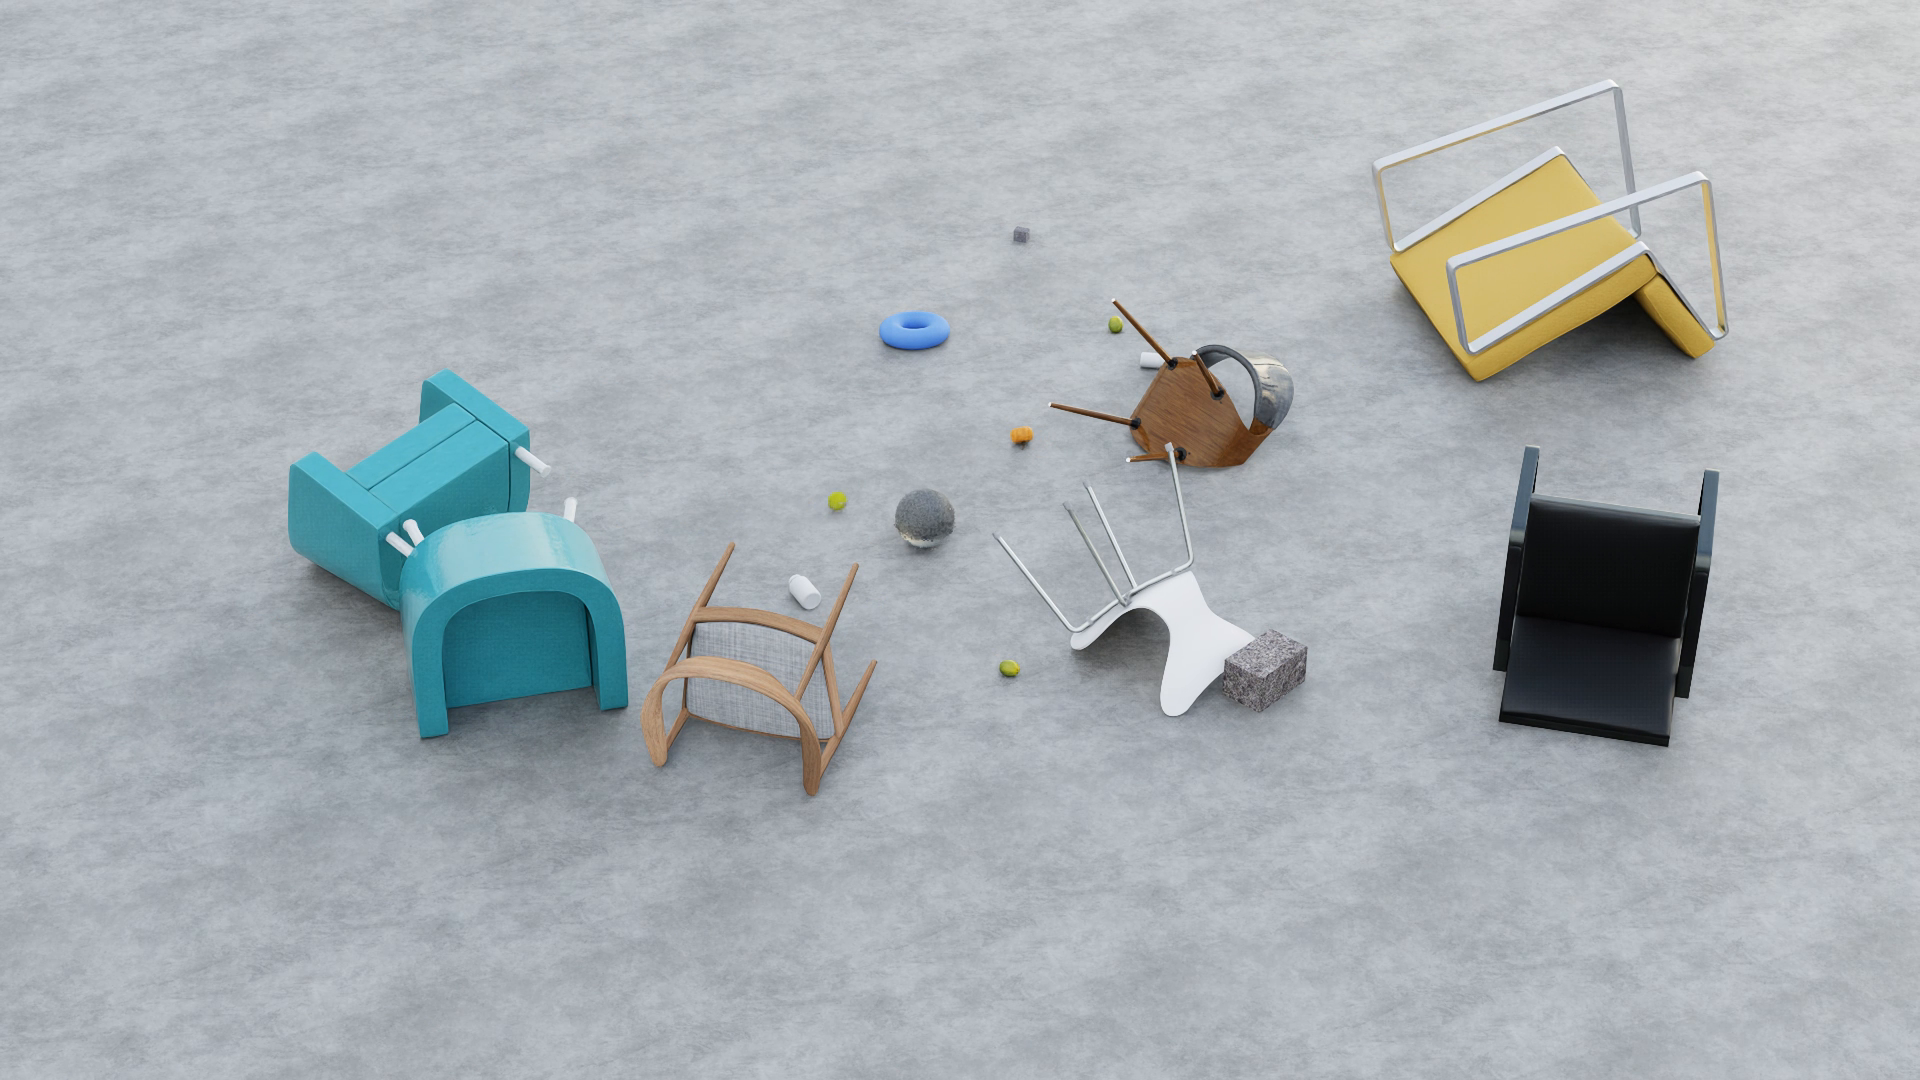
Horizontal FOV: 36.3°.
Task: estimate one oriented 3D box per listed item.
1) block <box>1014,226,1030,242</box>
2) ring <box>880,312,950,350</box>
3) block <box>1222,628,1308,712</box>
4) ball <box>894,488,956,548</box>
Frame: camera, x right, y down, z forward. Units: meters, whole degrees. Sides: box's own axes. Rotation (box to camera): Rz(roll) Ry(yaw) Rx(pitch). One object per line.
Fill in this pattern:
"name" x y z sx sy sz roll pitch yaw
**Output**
"block" 0.272 -1.348 12.944 0.059 0.052 0.043 13 36 19
"ring" -0.189 -0.872 12.188 0.297 0.090 0.225 -4 34 -7
"block" 1.054 0.451 10.128 0.162 0.146 0.255 27 42 35
"ball" -0.130 -0.081 10.865 0.223 0.223 0.223 0 33 0
